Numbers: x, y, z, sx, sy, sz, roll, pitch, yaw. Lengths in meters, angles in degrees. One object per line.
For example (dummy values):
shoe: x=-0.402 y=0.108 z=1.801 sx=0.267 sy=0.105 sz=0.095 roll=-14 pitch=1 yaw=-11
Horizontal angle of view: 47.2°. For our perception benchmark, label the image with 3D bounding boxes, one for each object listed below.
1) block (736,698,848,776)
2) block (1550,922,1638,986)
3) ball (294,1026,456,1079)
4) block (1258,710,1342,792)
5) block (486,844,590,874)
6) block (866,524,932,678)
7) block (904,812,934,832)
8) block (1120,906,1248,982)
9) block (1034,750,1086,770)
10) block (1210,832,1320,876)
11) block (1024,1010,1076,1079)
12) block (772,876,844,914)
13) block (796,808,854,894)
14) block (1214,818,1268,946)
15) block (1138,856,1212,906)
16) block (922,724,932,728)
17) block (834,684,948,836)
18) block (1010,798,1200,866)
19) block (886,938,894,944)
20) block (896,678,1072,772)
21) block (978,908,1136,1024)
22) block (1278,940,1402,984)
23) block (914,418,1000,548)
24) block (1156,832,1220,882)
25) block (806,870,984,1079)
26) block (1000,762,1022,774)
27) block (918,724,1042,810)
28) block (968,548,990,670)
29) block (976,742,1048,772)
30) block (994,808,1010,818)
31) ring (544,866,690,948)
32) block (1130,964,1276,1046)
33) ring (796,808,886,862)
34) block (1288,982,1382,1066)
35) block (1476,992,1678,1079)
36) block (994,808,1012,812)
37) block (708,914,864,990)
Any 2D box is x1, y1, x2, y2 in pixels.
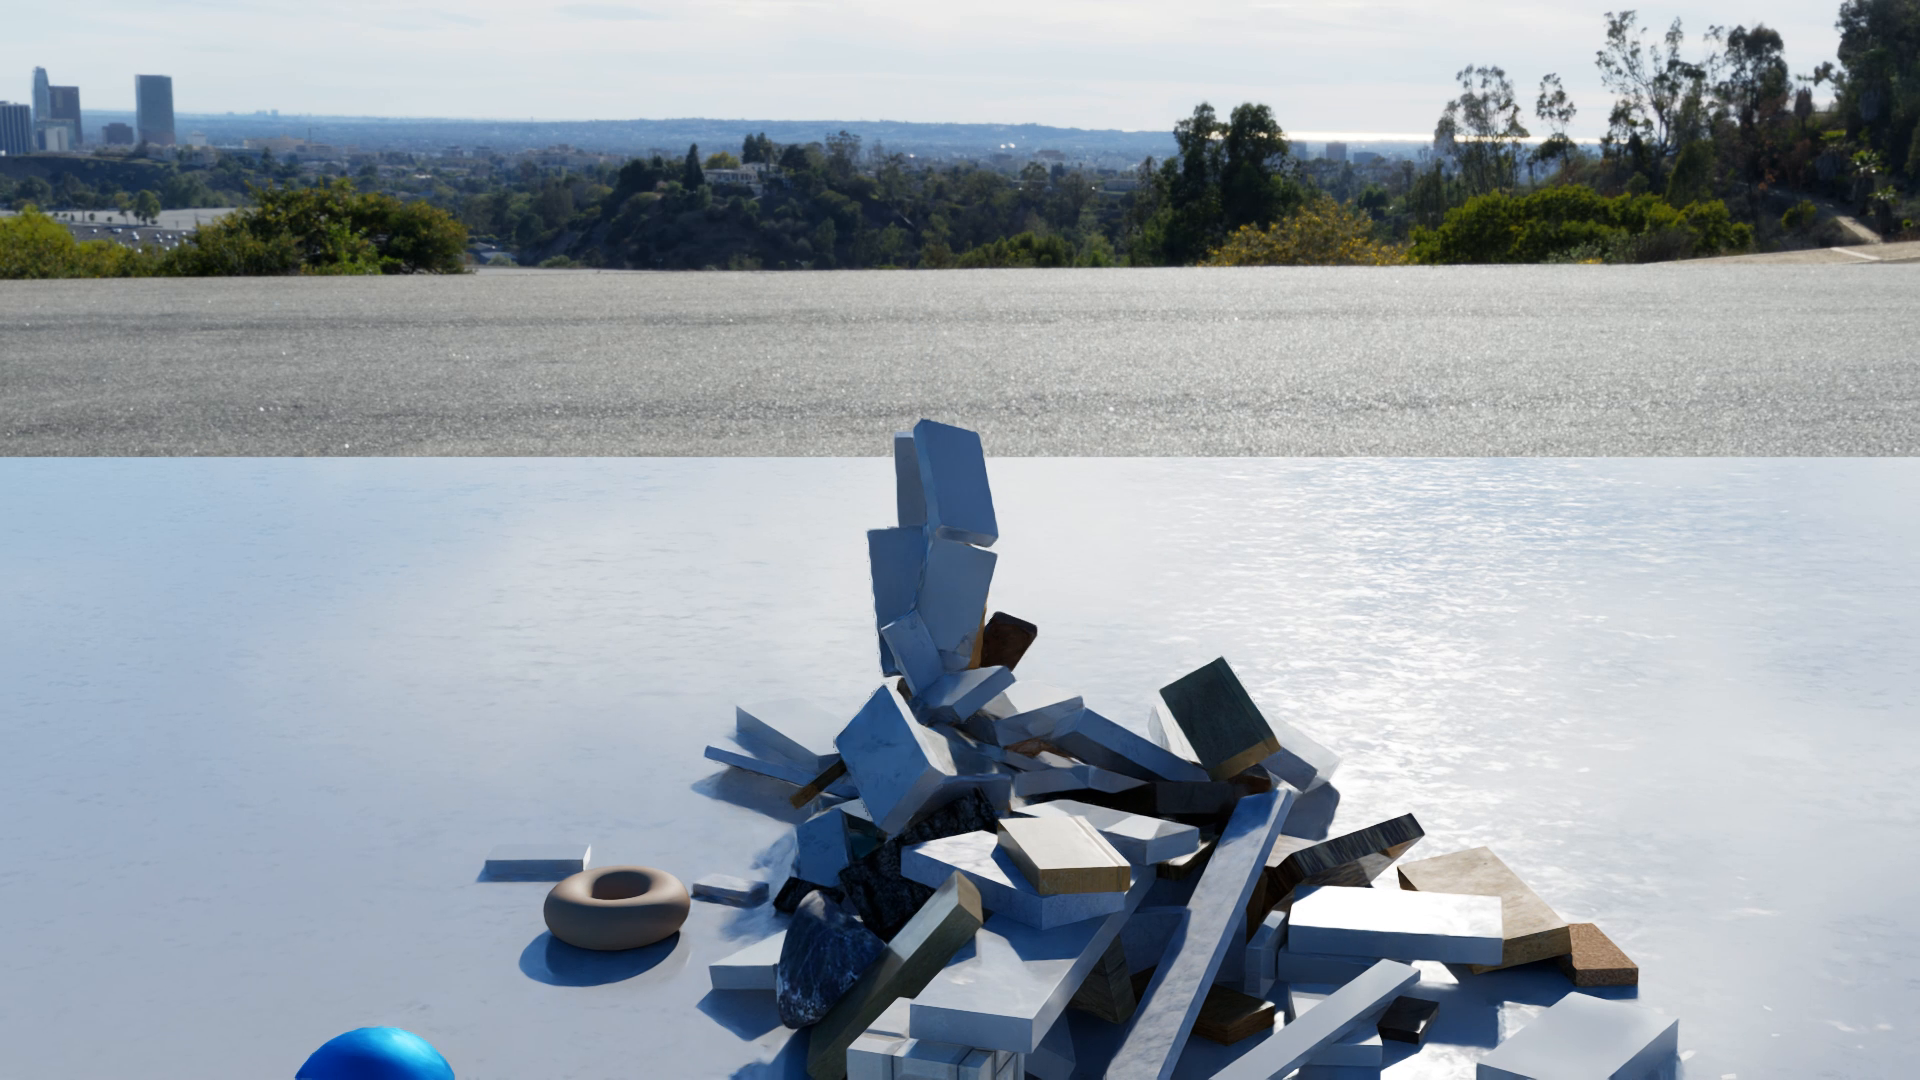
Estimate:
block: x=-0.311 y=0.404 z=4.551 sx=0.153 sy=0.043 sz=0.431 roll=-5 pitch=12 yaw=-27
block: x=0.955 y=0.633 z=3.364 sx=0.095 sy=0.027 sz=0.190 roll=-1 pitch=11 yaw=-5
ball: x=-0.697 y=0.682 z=2.612 sx=0.205 sy=0.205 sz=0.205 roll=0 pitch=11 yaw=0
block: x=0.613 y=0.396 z=4.157 sx=0.178 sy=0.050 sz=0.356 roll=33 pitch=7 yaw=15
block: x=-0.730 y=0.552 z=3.811 sx=0.167 sy=0.024 sz=0.084 roll=0 pitch=11 yaw=-2
block: x=-0.102 y=0.125 z=4.581 sx=0.153 sy=0.306 sz=0.043 roll=-6 pitch=-16 yaw=-3
block: x=-0.020 y=0.528 z=3.412 sx=0.109 sy=0.219 sz=0.031 roll=-4 pitch=-10 yaw=-19
block: x=0.319 y=0.605 z=3.293 sx=0.216 sy=0.108 sz=0.031 roll=0 pitch=11 yaw=-1
block: x=0.266 y=0.455 z=4.006 sx=0.276 sy=0.039 sz=0.138 roll=19 pitch=5 yaw=9
block: x=0.500 y=0.535 z=3.736 sx=0.124 sy=0.035 sz=0.247 roll=-16 pitch=11 yaw=-33
block: x=0.077 y=0.651 z=3.046 sx=0.142 sy=0.040 sz=0.283 roll=29 pitch=9 yaw=-7
block: x=-0.246 y=0.584 z=3.569 sx=0.112 sy=0.016 sz=0.056 roll=8 pitch=52 yaw=38
block: x=-0.223 y=0.526 z=3.652 sx=0.084 sy=0.024 sz=0.168 roll=-26 pitch=37 yaw=9
block: x=0.432 y=0.552 z=3.480 sx=0.039 sy=0.139 sz=0.277 roll=9 pitch=10 yaw=-3
block: x=0.275 y=0.573 z=3.381 sx=0.277 sy=0.139 sz=0.039 roll=-8 pitch=13 yaw=-37
block: x=-0.043 y=0.416 z=4.322 sx=0.129 sy=0.037 sz=0.258 roll=-1 pitch=17 yaw=-5
block: x=-0.110 y=0.337 z=3.400 sx=0.036 sy=0.126 sz=0.252 roll=36 pitch=10 yaw=-31
block: x=0.219 y=0.445 z=3.365 sx=0.264 sy=0.037 sz=0.132 roll=7 pitch=7 yaw=41
block: x=-0.146 y=0.630 z=3.303 sx=0.140 sy=0.020 sz=0.070 roll=-17 pitch=2 yaw=-37
block: x=0.048 y=0.362 z=4.385 sx=0.338 sy=0.048 sz=0.169 roll=27 pitch=18 yaw=34
block: x=0.127 y=0.599 z=3.215 sx=0.283 sy=0.142 sz=0.040 roll=11 pitch=33 yaw=45
block: x=0.607 y=0.617 z=3.402 sx=0.155 sy=0.044 sz=0.310 roll=4 pitch=11 yaw=22
block: x=-0.009 y=-0.117 z=4.515 sx=0.138 sy=0.039 sz=0.276 roll=13 pitch=48 yaw=-29
block: x=0.334 y=0.486 z=3.405 sx=0.084 sy=0.024 sz=0.167 roll=5 pitch=12 yaw=27
block: x=-0.088 y=0.589 z=2.954 sx=0.043 sy=0.304 sz=0.152 roll=41 pitch=5 yaw=-6
block: x=0.108 y=0.460 z=4.096 sx=0.028 sy=0.099 sz=0.197 roll=-30 pitch=16 yaw=-8
block: x=-0.015 y=0.406 z=3.764 sx=0.309 sy=0.044 sz=0.154 roll=24 pitch=26 yaw=19
block: x=-0.026 y=0.168 z=4.708 sx=0.153 sy=0.306 sz=0.043 roll=4 pitch=13 yaw=-15
block: x=0.091 y=0.392 z=3.943 sx=0.081 sy=0.023 sz=0.163 roll=21 pitch=-6 yaw=-17
block: x=0.045 y=0.533 z=3.399 sx=0.031 sy=0.109 sz=0.219 roll=-15 pitch=31 yaw=42
ring: x=-0.545 y=0.583 z=3.497 sx=0.232 sy=0.077 sz=0.232 roll=0 pitch=12 yaw=0
block: x=0.333 y=0.668 z=3.166 sx=0.216 sy=0.031 sz=0.108 roll=10 pitch=15 yaw=44
ring: x=-0.140 y=0.520 z=3.795 sx=0.285 sy=0.095 sz=0.285 roll=-1 pitch=10 yaw=0
block: x=0.526 y=0.680 z=3.098 sx=0.108 sy=0.031 sz=0.216 roll=1 pitch=11 yaw=3
block: x=0.838 y=0.697 z=2.974 sx=0.155 sy=0.044 sz=0.310 roll=8 pitch=13 yaw=38
block: x=0.039 y=0.518 z=3.488 sx=0.109 sy=0.219 sz=0.031 roll=-4 pitch=-16 yaw=-20
block: x=-0.247 y=0.621 z=3.324 sx=0.126 sy=0.036 sz=0.253 roll=-9 pitch=4 yaw=36
